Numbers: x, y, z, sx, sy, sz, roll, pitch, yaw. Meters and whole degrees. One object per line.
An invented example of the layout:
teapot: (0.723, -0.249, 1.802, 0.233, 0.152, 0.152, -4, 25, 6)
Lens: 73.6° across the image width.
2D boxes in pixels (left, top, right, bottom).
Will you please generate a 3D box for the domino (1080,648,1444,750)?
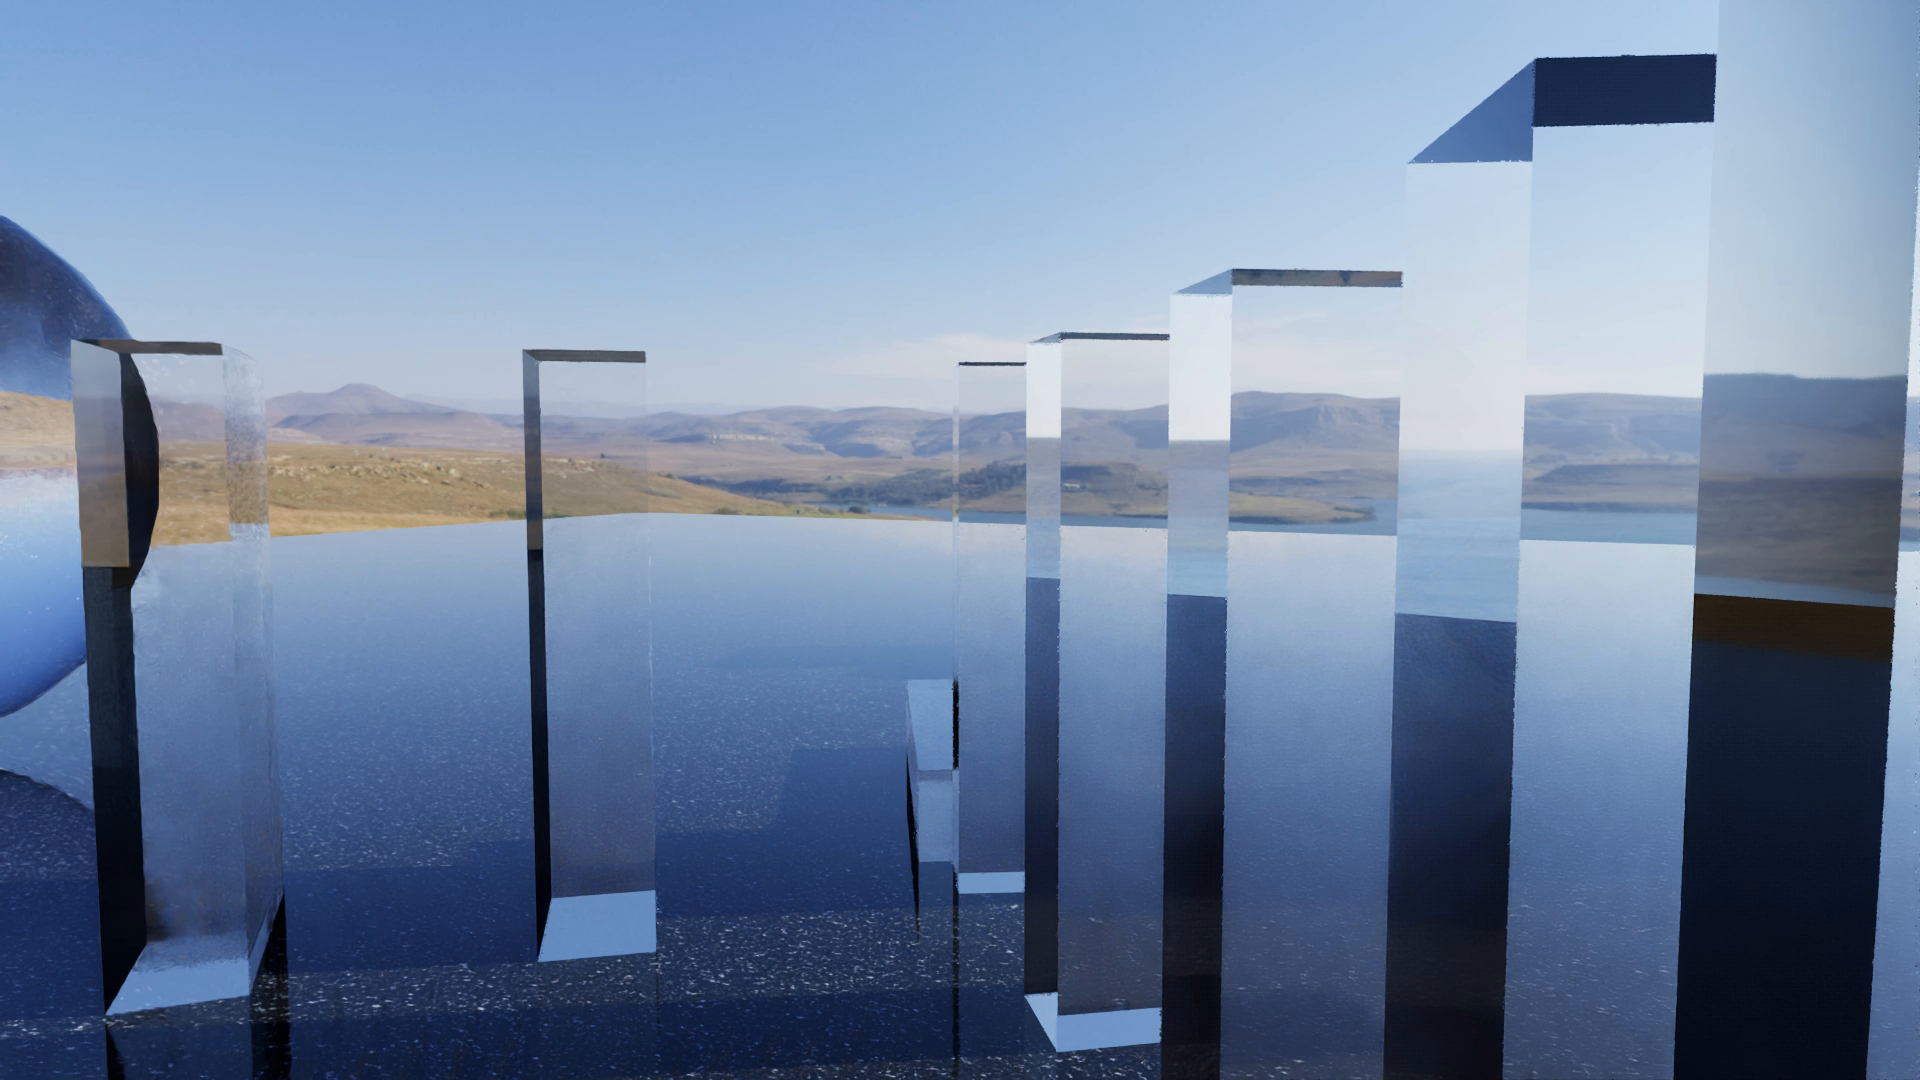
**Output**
domino: (0.044, 0.023, 0.194, 0.050, 0.010, 0.025, 0, 4, 6)

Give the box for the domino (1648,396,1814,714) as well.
domino: (0.126, 0.002, 0.210, 0.025, 0.050, 0.010, -2, 5, -26)

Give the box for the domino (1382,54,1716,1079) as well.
domino: (0.024, 0.015, 0.031, 0.025, 0.050, 0.010, 0, 4, 5)

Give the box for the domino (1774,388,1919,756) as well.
domino: (0.130, 0.004, 0.179, 0.025, 0.050, 0.010, 2, 5, 20)

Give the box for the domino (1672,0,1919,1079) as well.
domino: (0.014, 0.018, 0.000, 0.025, 0.050, 0.010, 4, 6, 40)

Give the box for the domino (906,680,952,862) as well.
domino: (0.007, 0.026, 0.156, 0.025, 0.010, 0.050, 0, 4, -4)

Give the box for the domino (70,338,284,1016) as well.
domino: (-0.064, 0.010, 0.107, 0.009, 0.050, 0.025, -2, 5, -22)

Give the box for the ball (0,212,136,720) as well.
ball: (-0.149, -0.010, 0.167, 0.080, 0.080, 0.080, 0, 4, 0)

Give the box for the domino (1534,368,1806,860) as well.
domino: (0.078, 0.007, 0.143, 0.010, 0.050, 0.025, -1, 5, -18)

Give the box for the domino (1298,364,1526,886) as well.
domino: (0.046, 0.007, 0.135, 0.010, 0.050, 0.025, -1, 4, -13)

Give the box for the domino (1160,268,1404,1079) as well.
domino: (0.024, 0.013, 0.063, 0.025, 0.050, 0.010, -1, 4, -7)

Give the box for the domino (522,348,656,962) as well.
domino: (-0.033, 0.009, 0.117, 0.010, 0.050, 0.025, -1, 4, -13)

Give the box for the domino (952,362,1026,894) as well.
domino: (0.012, 0.008, 0.125, 0.025, 0.050, 0.010, 0, 4, -4)

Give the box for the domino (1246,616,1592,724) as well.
domino: (0.078, 0.021, 0.221, 0.050, 0.009, 0.025, 4, 6, 42)

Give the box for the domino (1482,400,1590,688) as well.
domino: (0.106, 0.000, 0.235, 0.010, 0.050, 0.025, 4, 6, 41)

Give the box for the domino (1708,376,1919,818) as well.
domino: (0.108, 0.006, 0.156, 0.010, 0.050, 0.025, -3, 5, -30)

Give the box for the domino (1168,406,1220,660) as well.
domino: (0.048, -0.002, 0.264, 0.010, 0.050, 0.025, 1, 4, 11)

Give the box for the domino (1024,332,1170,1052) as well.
domino: (0.018, 0.010, 0.095, 0.025, 0.050, 0.010, -1, 4, -11)

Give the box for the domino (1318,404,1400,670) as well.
domino: (0.079, -0.001, 0.254, 0.009, 0.050, 0.025, 2, 5, 28)
